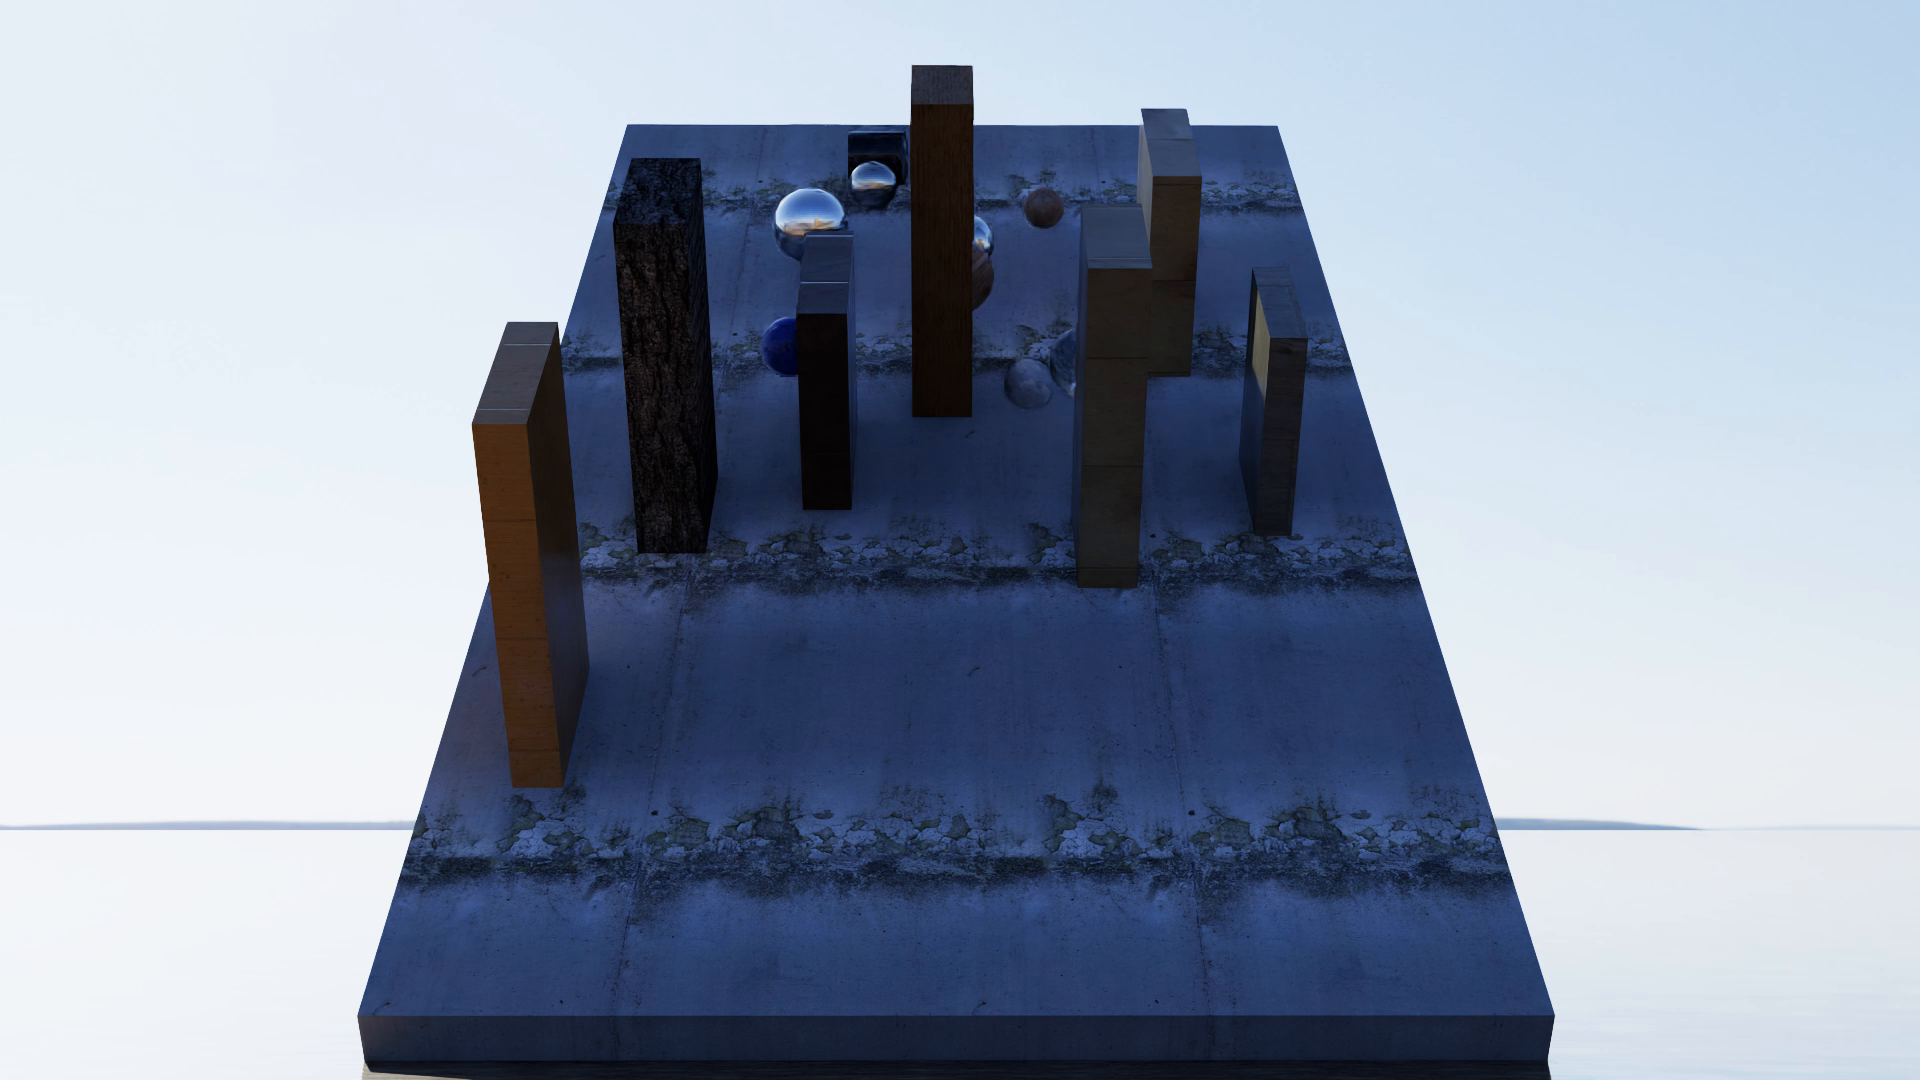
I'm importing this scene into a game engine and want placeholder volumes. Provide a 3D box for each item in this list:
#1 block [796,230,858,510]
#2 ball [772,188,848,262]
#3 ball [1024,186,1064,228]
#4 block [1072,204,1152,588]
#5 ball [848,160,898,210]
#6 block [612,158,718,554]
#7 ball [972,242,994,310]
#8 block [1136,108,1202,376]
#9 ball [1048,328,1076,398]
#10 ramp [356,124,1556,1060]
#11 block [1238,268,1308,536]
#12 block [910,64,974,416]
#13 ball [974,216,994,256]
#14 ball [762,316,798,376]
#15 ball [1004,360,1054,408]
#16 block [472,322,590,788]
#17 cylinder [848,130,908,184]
[{"bbox_3d":[-0.300,-0.390,5.541,0.109,0.490,0.435,0,31,0],"label":"block"},{"bbox_3d":[-0.405,-0.851,6.580,0.202,0.202,0.202,0,-7,0],"label":"ball"},{"bbox_3d":[0.235,-0.929,6.798,0.114,0.114,0.114,0,-7,0],"label":"ball"},{"bbox_3d":[0.316,-0.301,5.149,0.127,0.748,0.322,0,31,0],"label":"block"},{"bbox_3d":[-0.247,-1.006,6.901,0.137,0.137,0.137,0,-7,0],"label":"ball"},{"bbox_3d":[-0.630,-0.394,5.265,0.147,0.781,0.346,0,31,0],"label":"block"},{"bbox_3d":[-0.015,-0.658,6.054,0.198,0.198,0.198,0,-7,0],"label":"ball"},{"bbox_3d":[0.514,-0.748,6.097,0.116,0.534,0.441,0,31,0],"label":"block"},{"bbox_3d":[0.304,-0.430,5.904,0.177,0.177,0.177,0,-7,0],"label":"ball"},{"bbox_3d":[-0.014,-0.199,5.797,2.000,0.100,4.000,0,31,0],"label":"ramp"},{"bbox_3d":[0.694,-0.310,5.416,0.080,0.489,0.352,0,31,0],"label":"block"},{"bbox_3d":[-0.042,-0.701,5.764,0.143,0.794,0.252,0,31,0],"label":"block"},{"bbox_3d":[0.020,-0.804,6.560,0.146,0.146,0.146,0,-7,0],"label":"ball"},{"bbox_3d":[-0.417,-0.481,6.023,0.147,0.147,0.147,0,-7,0],"label":"ball"},{"bbox_3d":[0.165,-0.378,5.882,0.119,0.119,0.119,0,-7,0],"label":"ball"},{"bbox_3d":[-0.797,0.030,4.564,0.095,0.780,0.401,0,31,0],"label":"block"},{"bbox_3d":[-0.237,-1.104,7.037,0.155,0.155,0.155,1,-7,6],"label":"cylinder"}]
